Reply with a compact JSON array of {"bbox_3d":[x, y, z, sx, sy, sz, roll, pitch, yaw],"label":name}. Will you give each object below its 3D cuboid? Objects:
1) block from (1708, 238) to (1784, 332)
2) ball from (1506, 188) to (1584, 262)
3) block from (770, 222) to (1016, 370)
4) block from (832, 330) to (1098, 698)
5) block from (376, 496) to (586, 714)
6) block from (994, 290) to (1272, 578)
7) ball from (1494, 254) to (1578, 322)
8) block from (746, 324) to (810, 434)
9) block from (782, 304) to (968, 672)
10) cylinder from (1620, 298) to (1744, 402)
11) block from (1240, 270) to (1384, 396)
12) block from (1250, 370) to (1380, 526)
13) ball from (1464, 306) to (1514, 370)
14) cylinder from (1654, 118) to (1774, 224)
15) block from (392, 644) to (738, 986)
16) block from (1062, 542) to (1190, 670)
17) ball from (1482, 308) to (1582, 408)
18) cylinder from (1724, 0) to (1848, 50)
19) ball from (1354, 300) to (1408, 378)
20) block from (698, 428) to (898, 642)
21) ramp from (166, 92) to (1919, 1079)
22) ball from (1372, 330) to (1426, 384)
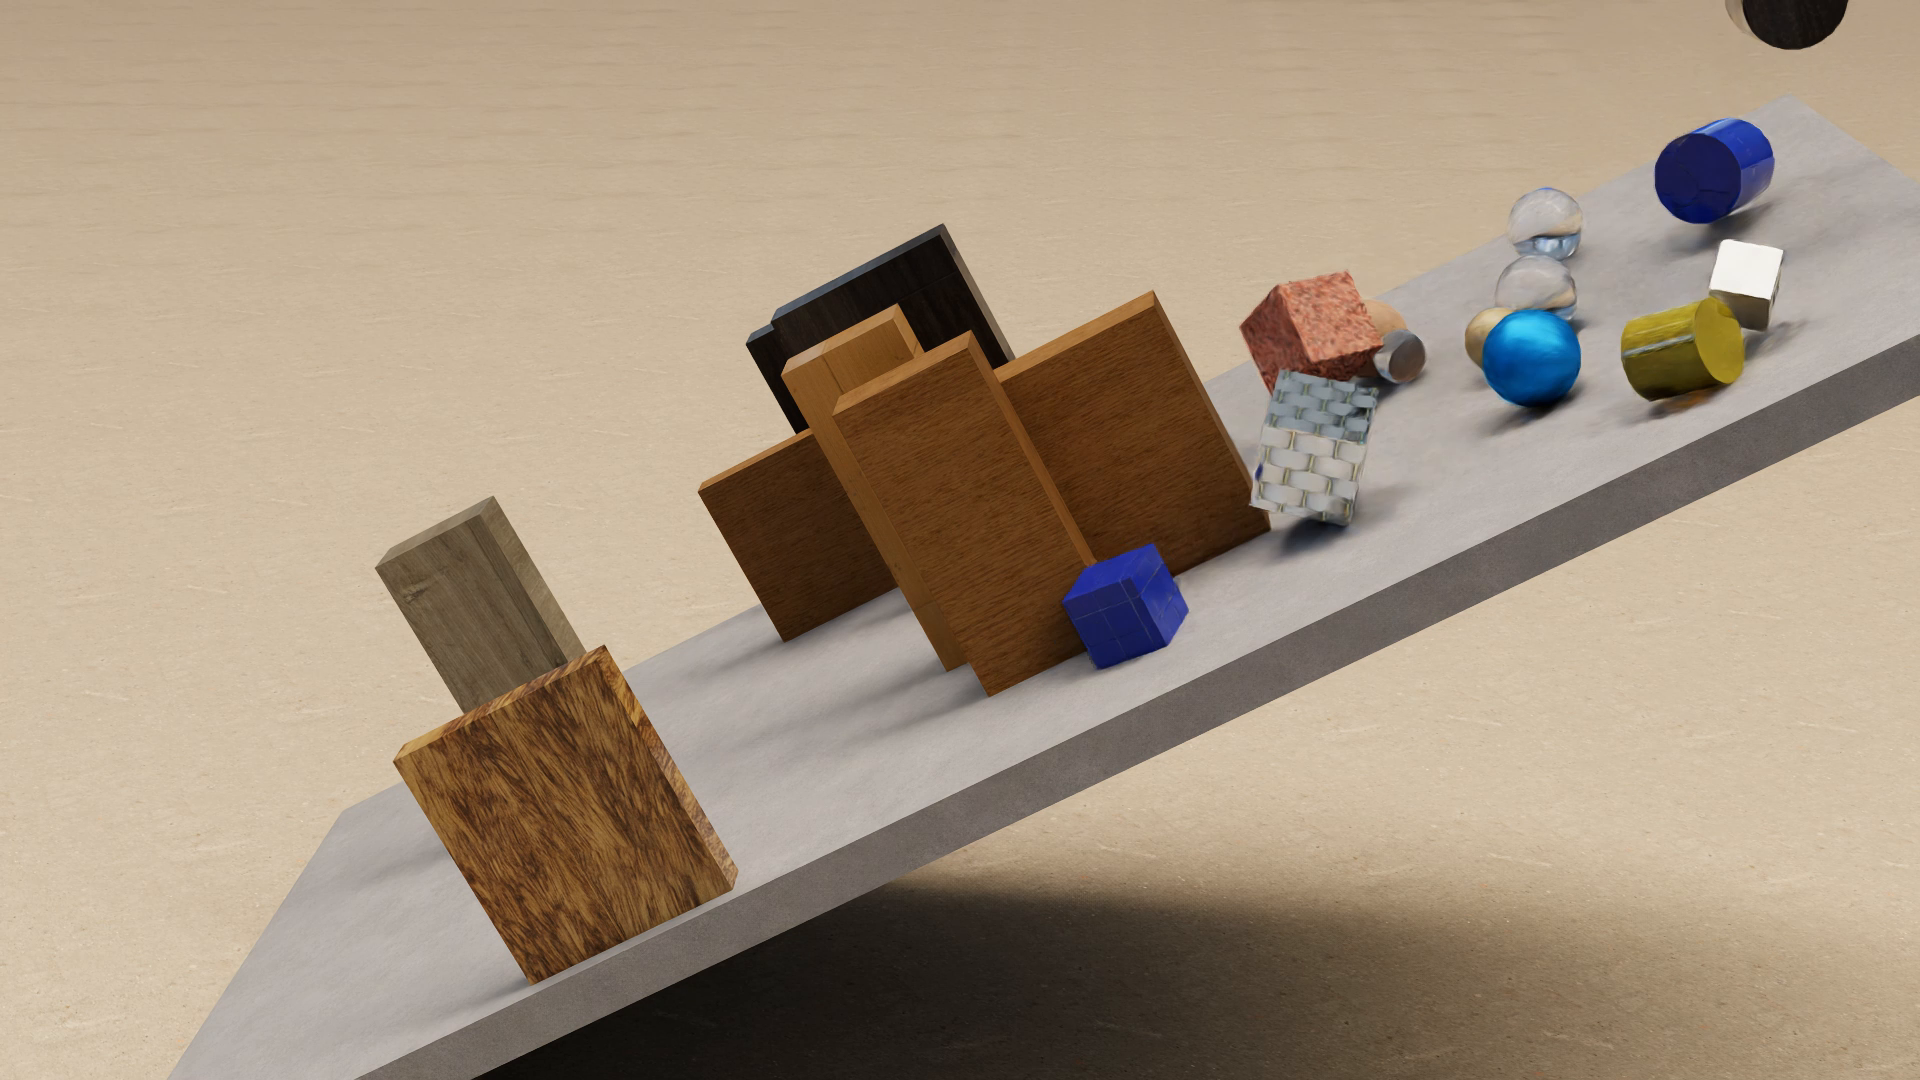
[{"bbox_3d":[1.425,-0.462,5.341,0.109,0.109,0.109,13,65,18],"label":"block"},{"bbox_3d":[1.297,-0.695,6.512,0.169,0.169,0.169,0,17,0],"label":"ball"},{"bbox_3d":[-0.054,-0.276,6.511,0.420,0.727,0.127,-26,14,11],"label":"block"},{"bbox_3d":[0.039,-0.049,5.707,0.292,0.638,0.147,-26,14,11],"label":"block"},{"bbox_3d":[-0.998,0.267,6.549,0.270,0.673,0.145,-26,14,11],"label":"block"},{"bbox_3d":[0.335,-0.177,5.848,0.372,0.510,0.142,-26,14,11],"label":"block"},{"bbox_3d":[1.183,-0.501,6.043,0.170,0.170,0.170,0,17,0],"label":"ball"},{"bbox_3d":[-0.237,-0.273,7.068,0.275,0.627,0.114,-26,14,11],"label":"block"},{"bbox_3d":[-0.076,-0.104,5.988,0.254,0.705,0.136,-26,14,11],"label":"block"},{"bbox_3d":[1.297,-0.341,5.279,0.156,0.156,0.156,-17,2,-44],"label":"cylinder"},{"bbox_3d":[0.747,-0.434,6.265,0.186,0.186,0.186,-14,-18,-27],"label":"block"},{"bbox_3d":[0.676,-0.177,5.613,0.193,0.193,0.193,12,38,9],"label":"block"},{"bbox_3d":[1.091,-0.406,5.964,0.134,0.134,0.134,0,17,0],"label":"ball"},{"bbox_3d":[1.560,-0.764,6.081,0.187,0.187,0.187,12,23,33],"label":"cylinder"},{"bbox_3d":[-0.732,0.516,5.485,0.438,0.508,0.088,-26,14,11],"label":"block"},{"bbox_3d":[0.314,0.126,5.562,0.152,0.152,0.152,-21,16,29],"label":"block"},{"bbox_3d":[1.096,-0.349,5.638,0.188,0.188,0.188,0,17,0],"label":"ball"},{"bbox_3d":[1.578,-1.045,5.624,0.197,0.197,0.197,1,14,4],"label":"cylinder"},{"bbox_3d":[0.889,-0.436,6.389,0.172,0.172,0.172,0,17,0],"label":"ball"},{"bbox_3d":[-0.342,-0.028,6.847,0.375,0.415,0.080,-26,14,11],"label":"block"},{"bbox_3d":[0.141,0.167,6.281,4.000,0.100,2.000,-26,14,11],"label":"ramp"},{"bbox_3d":[0.935,-0.390,6.254,0.114,0.114,0.114,0,17,0],"label":"ball"}]
